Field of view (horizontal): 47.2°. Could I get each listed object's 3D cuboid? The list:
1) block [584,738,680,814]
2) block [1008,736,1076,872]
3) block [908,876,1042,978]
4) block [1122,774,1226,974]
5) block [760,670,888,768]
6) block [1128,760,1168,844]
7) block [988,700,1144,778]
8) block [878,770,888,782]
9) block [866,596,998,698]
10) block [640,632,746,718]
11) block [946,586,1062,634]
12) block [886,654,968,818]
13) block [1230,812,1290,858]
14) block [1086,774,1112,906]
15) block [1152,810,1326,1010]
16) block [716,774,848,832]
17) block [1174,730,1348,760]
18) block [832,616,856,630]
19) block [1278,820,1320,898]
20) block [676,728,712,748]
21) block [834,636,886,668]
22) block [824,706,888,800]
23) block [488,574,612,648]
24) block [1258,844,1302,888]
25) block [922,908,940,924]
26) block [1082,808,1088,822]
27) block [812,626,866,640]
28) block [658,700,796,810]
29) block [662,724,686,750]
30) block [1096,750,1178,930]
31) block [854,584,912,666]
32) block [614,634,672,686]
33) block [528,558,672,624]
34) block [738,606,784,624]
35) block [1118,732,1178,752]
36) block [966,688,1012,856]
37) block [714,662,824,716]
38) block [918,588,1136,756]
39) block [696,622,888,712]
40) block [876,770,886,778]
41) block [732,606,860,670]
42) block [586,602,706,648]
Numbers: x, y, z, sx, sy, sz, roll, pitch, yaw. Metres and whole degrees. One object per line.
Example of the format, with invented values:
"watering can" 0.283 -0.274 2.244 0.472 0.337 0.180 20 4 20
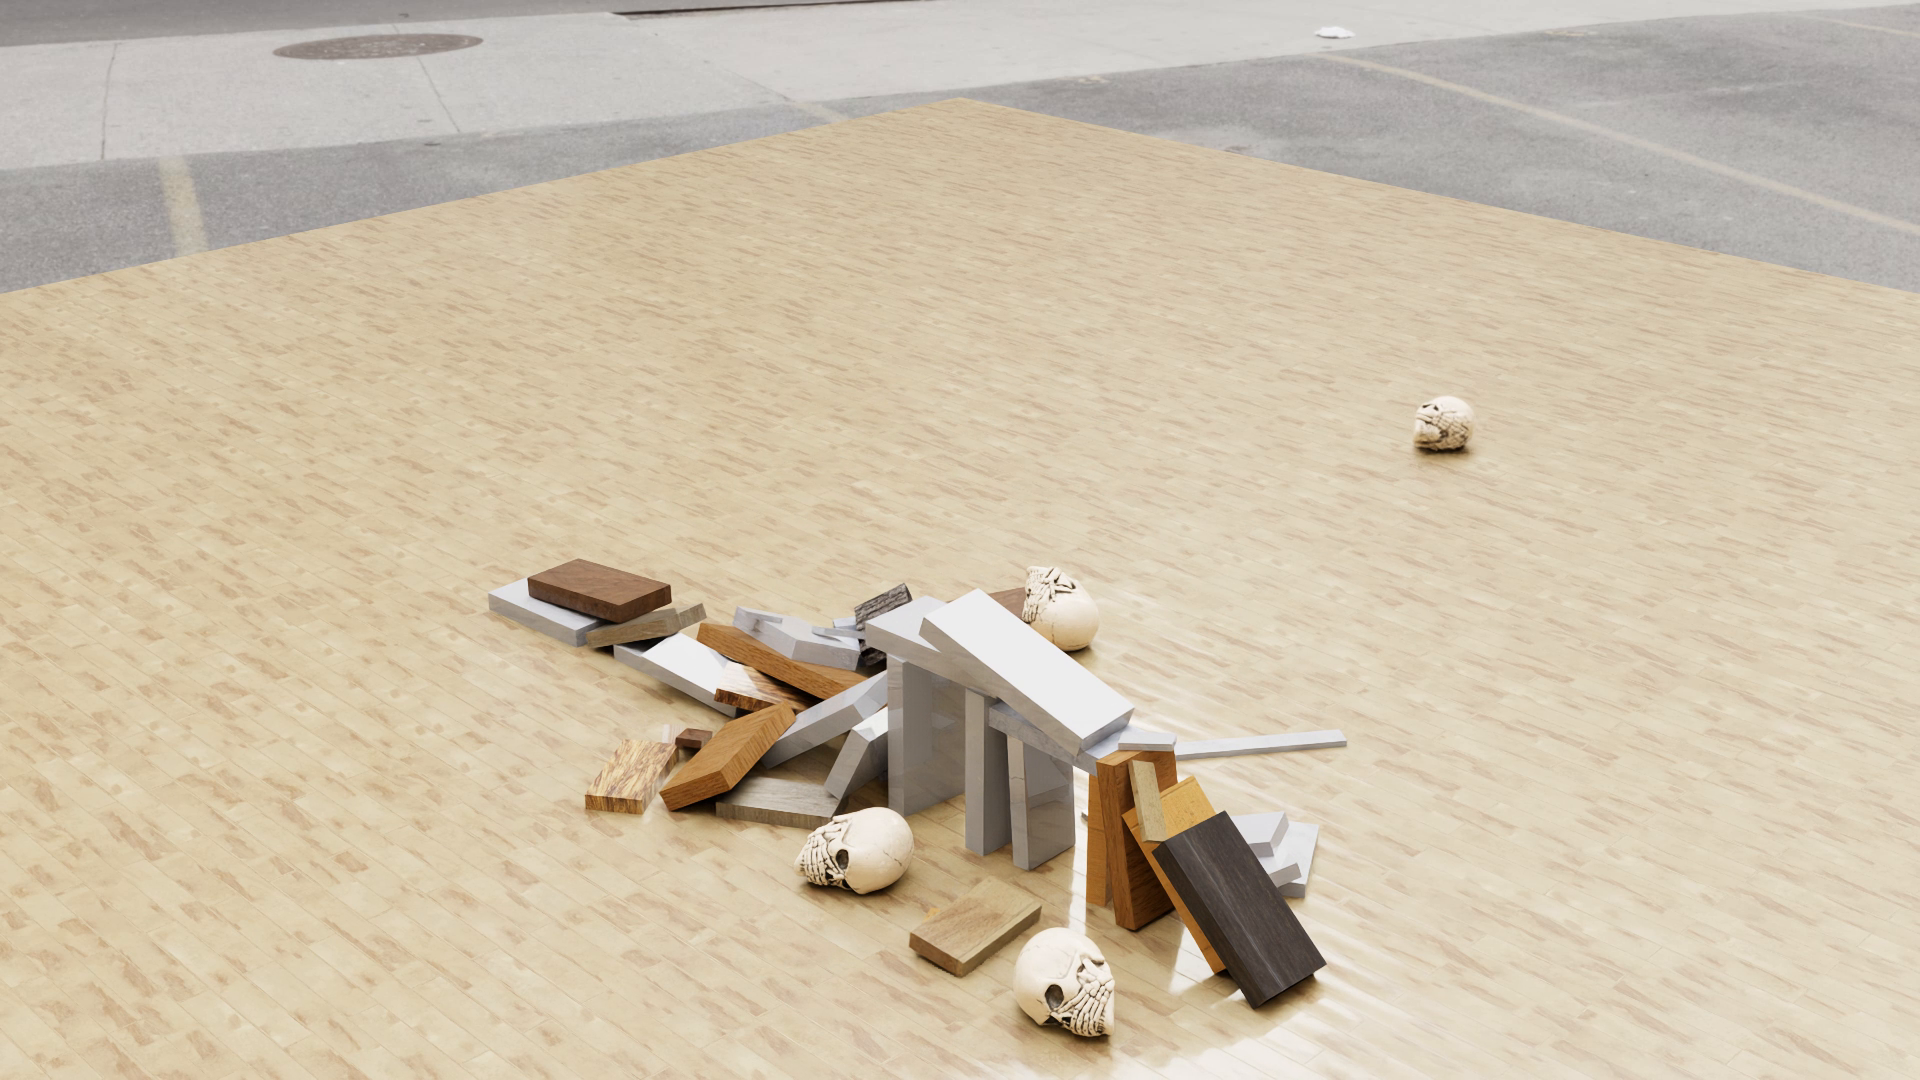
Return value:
"block" -0.678 0.490 4.563 0.121 0.034 0.242 4 23 10
"block" 0.159 0.484 4.258 0.040 0.281 0.140 16 27 41
"block" 0.030 0.706 4.028 0.121 0.034 0.242 25 32 29
"block" 0.443 0.605 3.996 0.163 0.326 0.046 -22 -13 -41
"block" -0.269 0.371 4.576 0.323 0.046 0.162 -28 8 41
"block" 0.338 0.472 3.960 0.050 0.014 0.152 11 58 -34
"block" 0.204 0.357 4.145 0.140 0.040 0.281 -21 32 -41
"block" -0.115 0.472 4.544 0.059 0.017 0.119 -18 -6 -36
"block" 0.000 0.207 4.316 0.349 0.049 0.175 20 30 39
"block" -0.570 0.300 4.924 0.265 0.037 0.132 25 34 22
"block" 0.049 0.190 5.254 0.357 0.046 0.164 -10 25 -22
"block" -0.062 0.371 4.438 0.175 0.349 0.049 -18 29 -36
"block" 0.510 0.576 4.238 0.227 0.032 0.113 -10 19 28
"block" 0.286 0.533 4.145 0.040 0.281 0.140 11 25 24
"block" 0.496 0.654 3.911 0.163 0.046 0.326 -19 69 -38
"block" -0.359 0.533 4.461 0.242 0.034 0.121 6 24 13
"block" 0.636 0.439 4.708 0.384 0.015 0.052 -4 23 -9
"block" -0.270 0.202 5.222 0.056 0.016 0.112 -8 8 -6
"block" 0.627 0.615 4.269 0.113 0.032 0.227 6 24 14
"block" -0.568 0.423 4.696 0.056 0.016 0.112 7 6 5
"block" -0.215 0.250 5.128 0.238 0.034 0.119 -10 25 -22
"block" -0.143 0.404 4.530 0.046 0.163 0.327 37 32 17
"block" -0.970 0.167 5.309 0.328 0.046 0.164 19 29 37
"block" 0.557 0.608 4.197 0.113 0.032 0.227 -21 17 -6
"block" -0.045 0.715 4.056 0.052 0.015 0.103 7 24 16
"block" 0.292 0.564 4.412 0.050 0.014 0.101 -13 26 -28
"block" -0.276 0.211 5.007 0.113 0.016 0.056 8 -1 -34
"block" -0.478 0.445 4.560 0.162 0.046 0.323 -22 12 28
"block" -0.618 0.425 4.742 0.046 0.013 0.093 -2 23 -4
"block" 0.341 0.538 4.073 0.163 0.326 0.046 -22 20 -41
"block" -0.170 0.193 5.091 0.134 0.038 0.268 -27 21 4
"block" -0.661 0.276 5.063 0.265 0.037 0.132 20 30 39
"block" -0.865 0.120 5.271 0.328 0.046 0.164 14 25 37
"block" -0.454 0.172 5.004 0.093 0.013 0.046 13 5 -30
"block" 0.344 0.369 4.033 0.101 0.014 0.050 0 19 16
"block" 0.090 0.428 4.306 0.175 0.349 0.049 -21 31 -40
"block" -0.410 0.340 4.836 0.238 0.034 0.119 15 27 0
"block" 0.124 0.245 4.136 0.401 0.046 0.162 37 40 25
"block" -0.340 0.292 4.880 0.590 0.046 0.163 19 6 43
"block" -0.190 0.463 4.648 0.059 0.017 0.119 -18 29 -36
"block" -0.377 0.223 5.013 0.163 0.046 0.327 12 5 -31
"block" -0.730 0.199 5.112 0.265 0.037 0.132 -10 9 38
